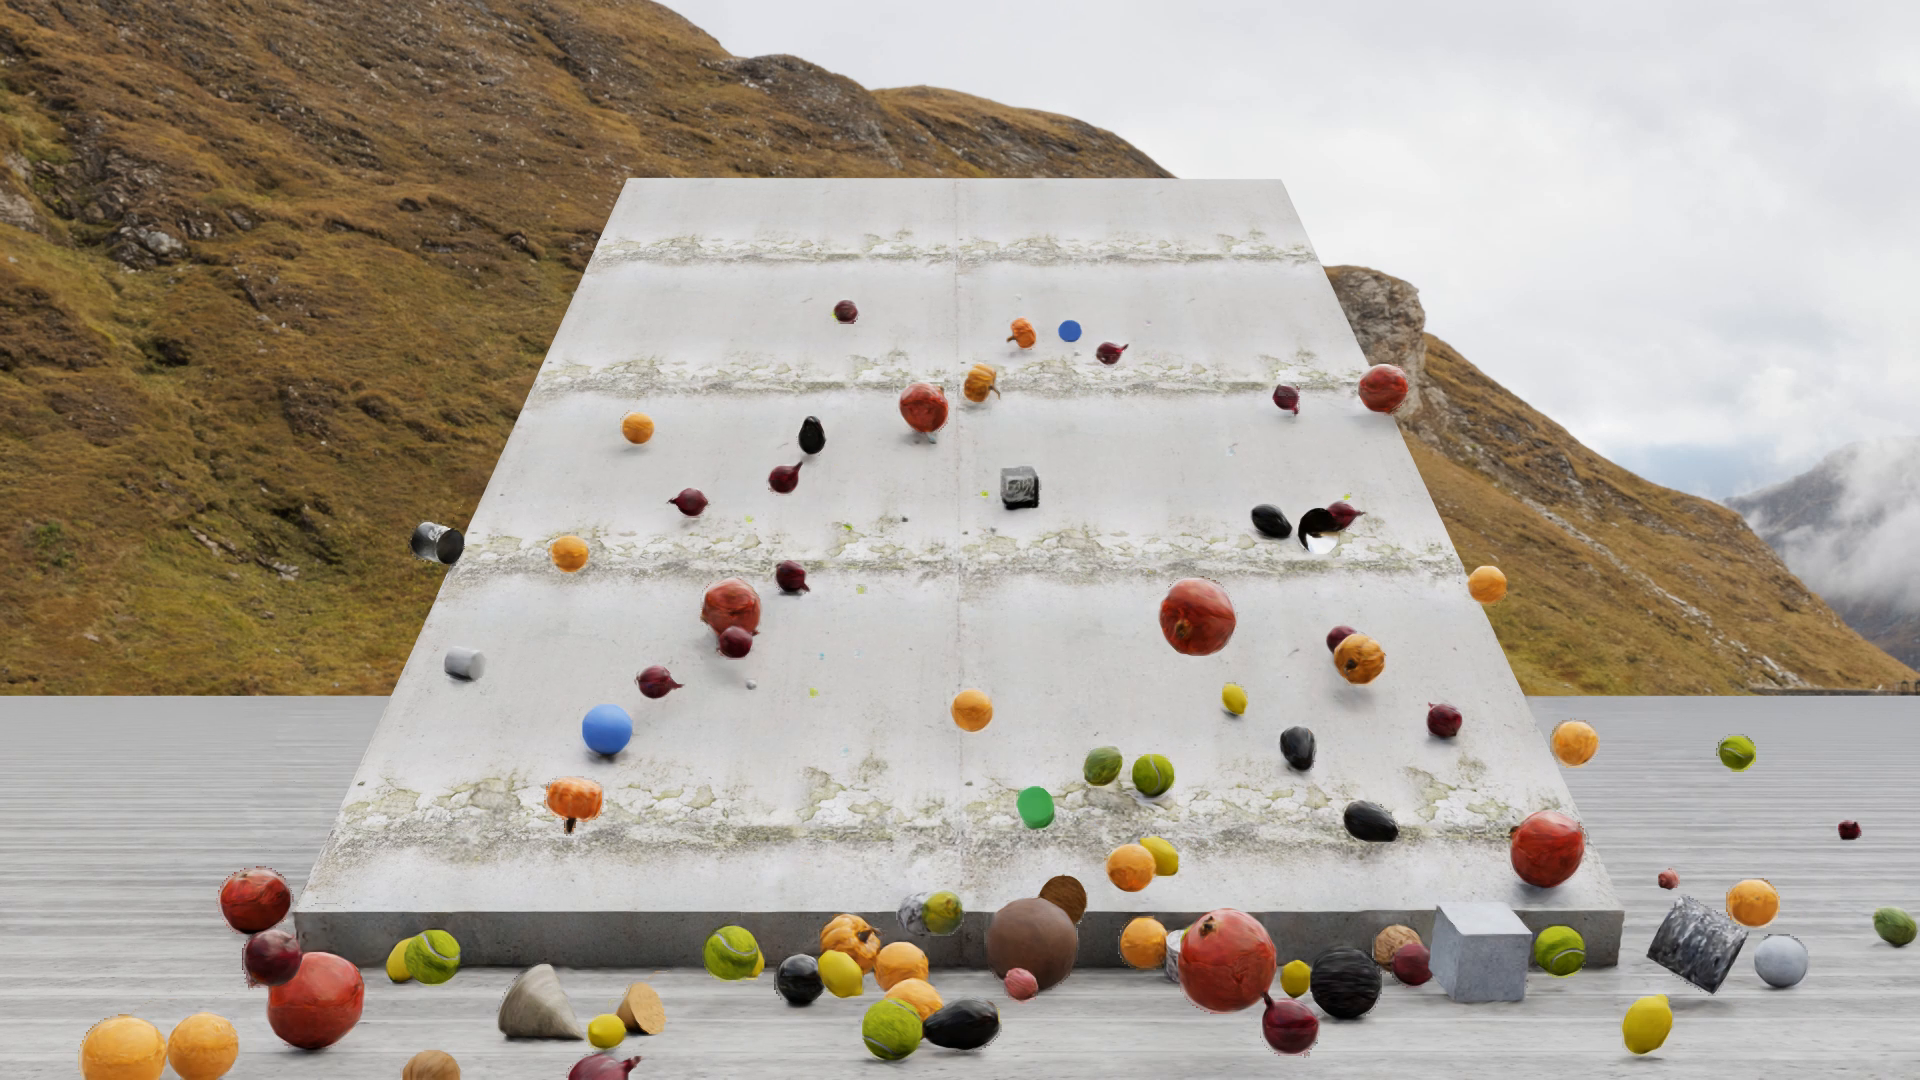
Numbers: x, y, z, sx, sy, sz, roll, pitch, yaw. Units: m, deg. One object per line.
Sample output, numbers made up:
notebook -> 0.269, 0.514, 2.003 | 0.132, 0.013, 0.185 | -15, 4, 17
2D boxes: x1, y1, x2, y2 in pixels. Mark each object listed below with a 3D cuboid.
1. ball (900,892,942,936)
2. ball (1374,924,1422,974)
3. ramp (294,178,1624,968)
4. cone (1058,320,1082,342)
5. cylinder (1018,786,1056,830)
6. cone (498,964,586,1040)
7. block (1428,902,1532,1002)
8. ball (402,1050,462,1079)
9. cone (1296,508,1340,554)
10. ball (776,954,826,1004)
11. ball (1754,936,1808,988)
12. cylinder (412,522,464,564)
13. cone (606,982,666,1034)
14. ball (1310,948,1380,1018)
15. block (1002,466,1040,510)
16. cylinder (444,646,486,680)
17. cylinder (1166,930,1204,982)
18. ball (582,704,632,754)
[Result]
ball -> -0.058, 0.552, 3.442 | 0.065, 0.065, 0.065 | 0, -4, 0
ball -> 0.632, 0.590, 3.369 | 0.069, 0.069, 0.069 | 0, -4, 0
ramp -> -0.009, -0.229, 5.345 | 2.000, 0.100, 4.000 | 0, 25, 0
cone -> 0.275, -0.517, 5.827 | 0.057, 0.057, 0.057 | 0, -2, 3
cylinder -> 0.119, 0.417, 3.633 | 0.056, 0.056, 0.056 | 0, -19, 6
cone -> -0.487, 0.579, 2.817 | 0.098, 0.098, 0.098 | 28, 9, 25
block -> 0.709, 0.561, 3.186 | 0.099, 0.099, 0.099 | 1, 17, -9
ball -> -0.531, 0.542, 2.346 | 0.059, 0.059, 0.059 | 0, -4, 0
cone -> 0.700, -0.014, 4.708 | 0.094, 0.094, 0.094 | 1, -4, -21
ball -> -0.213, 0.588, 3.126 | 0.066, 0.066, 0.066 | 0, -4, 0
ball -> 1.160, 0.596, 3.299 | 0.073, 0.073, 0.073 | 0, -4, 0
cylinder -> -1.026, 0.007, 4.587 | 0.072, 0.072, 0.072 | 13, 4, 33
cone -> -0.410, 0.589, 2.871 | 0.068, 0.068, 0.068 | -29, -15, 21
ball -> 0.494, 0.568, 2.995 | 0.090, 0.090, 0.090 | 0, -4, 0
block -> 0.125, -0.109, 4.885 | 0.066, 0.066, 0.066 | -4, 25, -10
cylinder -> -0.885, 0.220, 4.174 | 0.053, 0.053, 0.053 | 11, 1, 22
cylinder -> 0.324, 0.600, 3.369 | 0.054, 0.054, 0.054 | -1, 27, 0
ball -> -0.593, 0.318, 3.924 | 0.085, 0.085, 0.085 | 0, -4, 0
